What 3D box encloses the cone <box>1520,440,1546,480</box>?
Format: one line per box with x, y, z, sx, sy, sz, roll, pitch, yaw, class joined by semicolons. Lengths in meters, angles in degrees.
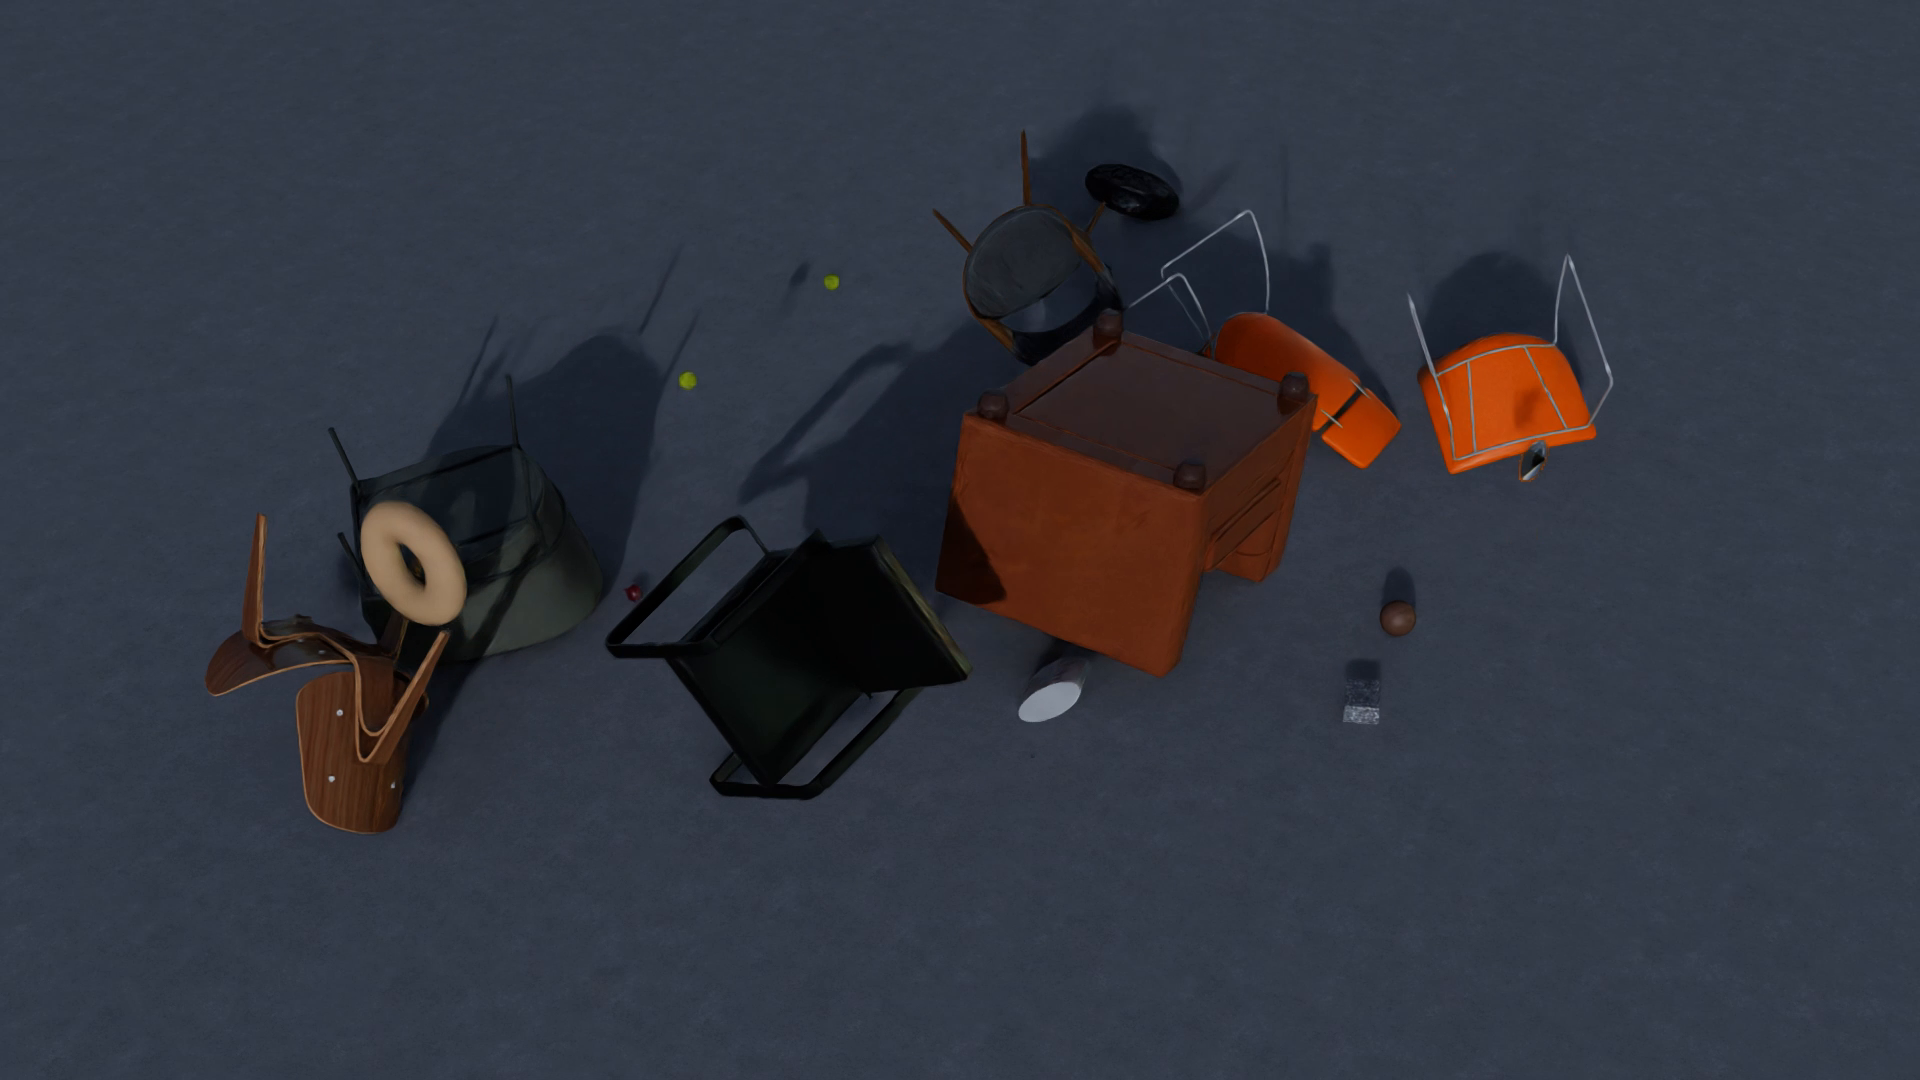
2.024;-0.282;10.246;0.071;0.156;0.147;27;-2;-4;cone

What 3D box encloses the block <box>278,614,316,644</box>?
-2.287;0.307;10.112;0.075;0.095;0.066;-29;74;18;block

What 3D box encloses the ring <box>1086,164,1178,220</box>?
0.774;-1.565;13.172;0.448;0.116;0.279;23;44;14;ring

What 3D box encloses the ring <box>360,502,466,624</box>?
-1.828;0.078;9.800;0.465;0.403;0.119;54;42;0;ring

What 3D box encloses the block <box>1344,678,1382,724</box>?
1.378;0.552;10.044;0.119;0.069;0.160;5;34;7;block

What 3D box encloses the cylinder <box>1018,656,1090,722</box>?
0.321;0.508;9.985;0.239;0.112;0.220;-29;13;20;cylinder
